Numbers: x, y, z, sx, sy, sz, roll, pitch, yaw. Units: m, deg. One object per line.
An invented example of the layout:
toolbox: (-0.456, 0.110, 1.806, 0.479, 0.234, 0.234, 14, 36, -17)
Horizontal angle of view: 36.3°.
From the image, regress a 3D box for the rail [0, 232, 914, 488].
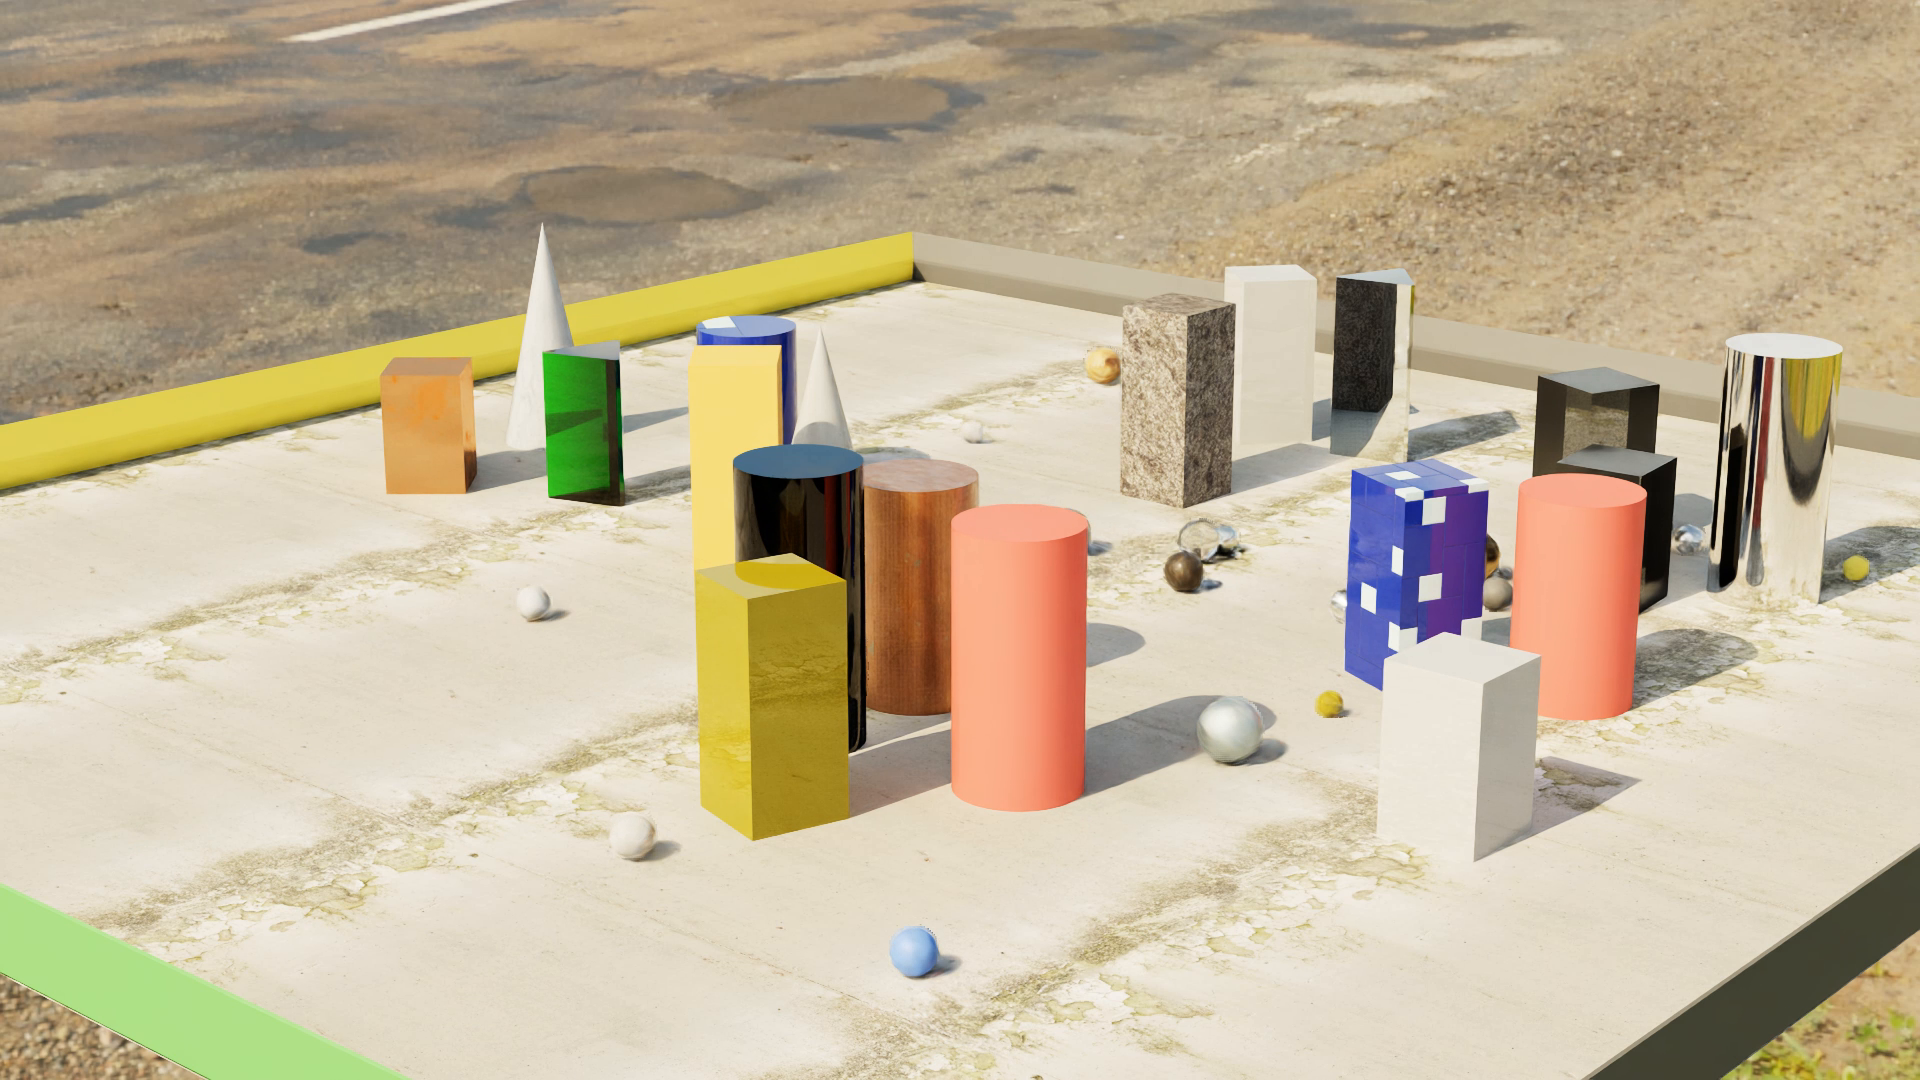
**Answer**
rail: (-1.390, -0.317, 6.276, 0.045, 0.126, 3.911, 14, 22, 39)

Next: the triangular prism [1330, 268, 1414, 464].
triangular prism: (0.869, -0.362, 6.004, 0.168, 0.370, 0.145, 10, 19, 29)

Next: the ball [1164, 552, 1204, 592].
ball: (0.393, 0.055, 5.141, 0.071, 0.071, 0.071, 0, 17, 0)

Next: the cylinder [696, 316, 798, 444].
cylinder: (-0.413, -0.255, 5.716, 0.194, 0.332, 0.194, 0, 17, 0)

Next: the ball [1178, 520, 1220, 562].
ball: (0.432, 0.001, 5.311, 0.076, 0.076, 0.076, 0, 17, 0)

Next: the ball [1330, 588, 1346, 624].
ball: (0.656, 0.112, 4.971, 0.061, 0.061, 0.061, 0, 17, 0)

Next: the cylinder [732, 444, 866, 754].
cylinder: (-0.238, 0.092, 4.384, 0.194, 0.437, 0.194, 0, 17, 0)

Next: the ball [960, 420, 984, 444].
ball: (0.026, -0.224, 6.105, 0.048, 0.048, 0.048, 0, 17, 0)

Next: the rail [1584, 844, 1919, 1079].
rail: (1.390, 0.380, 3.965, 0.045, 0.126, 3.911, 14, 22, 39)

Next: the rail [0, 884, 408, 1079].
rail: (-1.267, 0.453, 3.724, 3.730, 0.126, 0.045, 14, 22, 39)

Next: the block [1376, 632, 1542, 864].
block: (0.690, 0.284, 4.056, 0.155, 0.258, 0.155, 14, 22, 39)

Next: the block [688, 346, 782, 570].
block: (-0.398, -0.143, 5.255, 0.155, 0.385, 0.155, 0, 17, 0)

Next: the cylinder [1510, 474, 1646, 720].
cylinder: (0.959, 0.087, 4.566, 0.194, 0.342, 0.194, 0, 17, 0)

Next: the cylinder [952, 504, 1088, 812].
cylinder: (0.084, 0.167, 4.200, 0.194, 0.400, 0.194, 0, 17, 0)

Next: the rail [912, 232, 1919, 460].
rail: (1.267, -0.390, 6.517, 3.730, 0.126, 0.045, 14, 22, 39)

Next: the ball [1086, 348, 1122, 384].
ball: (0.323, -0.393, 6.607, 0.082, 0.082, 0.082, 0, 17, 0)

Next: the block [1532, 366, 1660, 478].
block: (1.165, -0.145, 5.395, 0.155, 0.307, 0.155, -8, 19, -26)

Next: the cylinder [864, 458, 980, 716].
cylinder: (-0.067, 0.072, 4.583, 0.194, 0.360, 0.194, 0, 17, 0)

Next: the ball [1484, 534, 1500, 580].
ball: (0.911, 0.028, 5.194, 0.091, 0.091, 0.091, 0, 17, 0)

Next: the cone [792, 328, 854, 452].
cone: (-0.259, -0.215, 5.495, 0.194, 0.384, 0.194, 0, 17, 0)

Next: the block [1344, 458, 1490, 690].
block: (0.724, 0.060, 4.664, 0.155, 0.337, 0.155, -8, 18, -24)

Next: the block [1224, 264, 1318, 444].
block: (0.645, -0.389, 6.137, 0.155, 0.345, 0.155, -3, 17, -9)

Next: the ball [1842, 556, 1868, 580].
ball: (1.588, 0.051, 5.202, 0.044, 0.044, 0.044, 0, 17, 0)

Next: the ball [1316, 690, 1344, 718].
ball: (0.572, 0.253, 4.535, 0.042, 0.042, 0.042, 0, 17, 0)

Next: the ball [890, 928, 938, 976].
ball: (-0.057, 0.512, 3.644, 0.061, 0.061, 0.061, 0, 17, 0)

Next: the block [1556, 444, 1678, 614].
block: (1.128, -0.018, 5.069, 0.155, 0.251, 0.155, 12, 20, 34)

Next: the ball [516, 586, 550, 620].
ball: (-0.726, 0.107, 4.987, 0.059, 0.059, 0.059, 0, 17, 0)

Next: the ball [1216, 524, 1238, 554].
ball: (0.483, -0.002, 5.359, 0.054, 0.054, 0.054, 0, 17, 0)

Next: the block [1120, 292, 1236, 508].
block: (0.422, -0.273, 5.694, 0.155, 0.379, 0.155, 14, 22, 39)

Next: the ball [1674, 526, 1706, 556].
ball: (1.331, 0.000, 5.349, 0.055, 0.055, 0.055, 0, 17, 0)

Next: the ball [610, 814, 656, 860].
ball: (-0.446, 0.404, 3.997, 0.063, 0.063, 0.063, 0, 17, 0)

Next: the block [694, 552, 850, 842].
block: (-0.263, 0.218, 4.114, 0.155, 0.353, 0.155, -10, 20, -31)

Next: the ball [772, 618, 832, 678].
ball: (-0.253, 0.173, 4.707, 0.096, 0.096, 0.096, 0, 17, 0)

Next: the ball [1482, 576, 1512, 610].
ball: (0.921, 0.092, 5.037, 0.059, 0.059, 0.059, 0, 17, 0)

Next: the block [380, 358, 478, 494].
block: (-1.046, -0.226, 5.783, 0.155, 0.239, 0.155, 0, 17, 0)

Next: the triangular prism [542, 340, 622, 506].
triangular prism: (-0.699, -0.232, 5.712, 0.168, 0.291, 0.145, 7, 18, 22)

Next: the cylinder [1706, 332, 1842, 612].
cylinder: (1.404, -0.118, 5.062, 0.194, 0.447, 0.194, 0, 17, 0)

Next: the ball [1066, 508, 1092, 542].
ball: (0.197, -0.015, 5.347, 0.085, 0.085, 0.085, 0, 17, 0)

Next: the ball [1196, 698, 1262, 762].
ball: (0.399, 0.282, 4.346, 0.097, 0.097, 0.097, 0, 17, 0)

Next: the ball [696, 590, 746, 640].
ball: (-0.397, 0.125, 4.887, 0.083, 0.083, 0.083, 0, 17, 0)

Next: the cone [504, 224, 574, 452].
cone: (-0.857, -0.432, 6.080, 0.194, 0.460, 0.194, 0, 17, 0)
